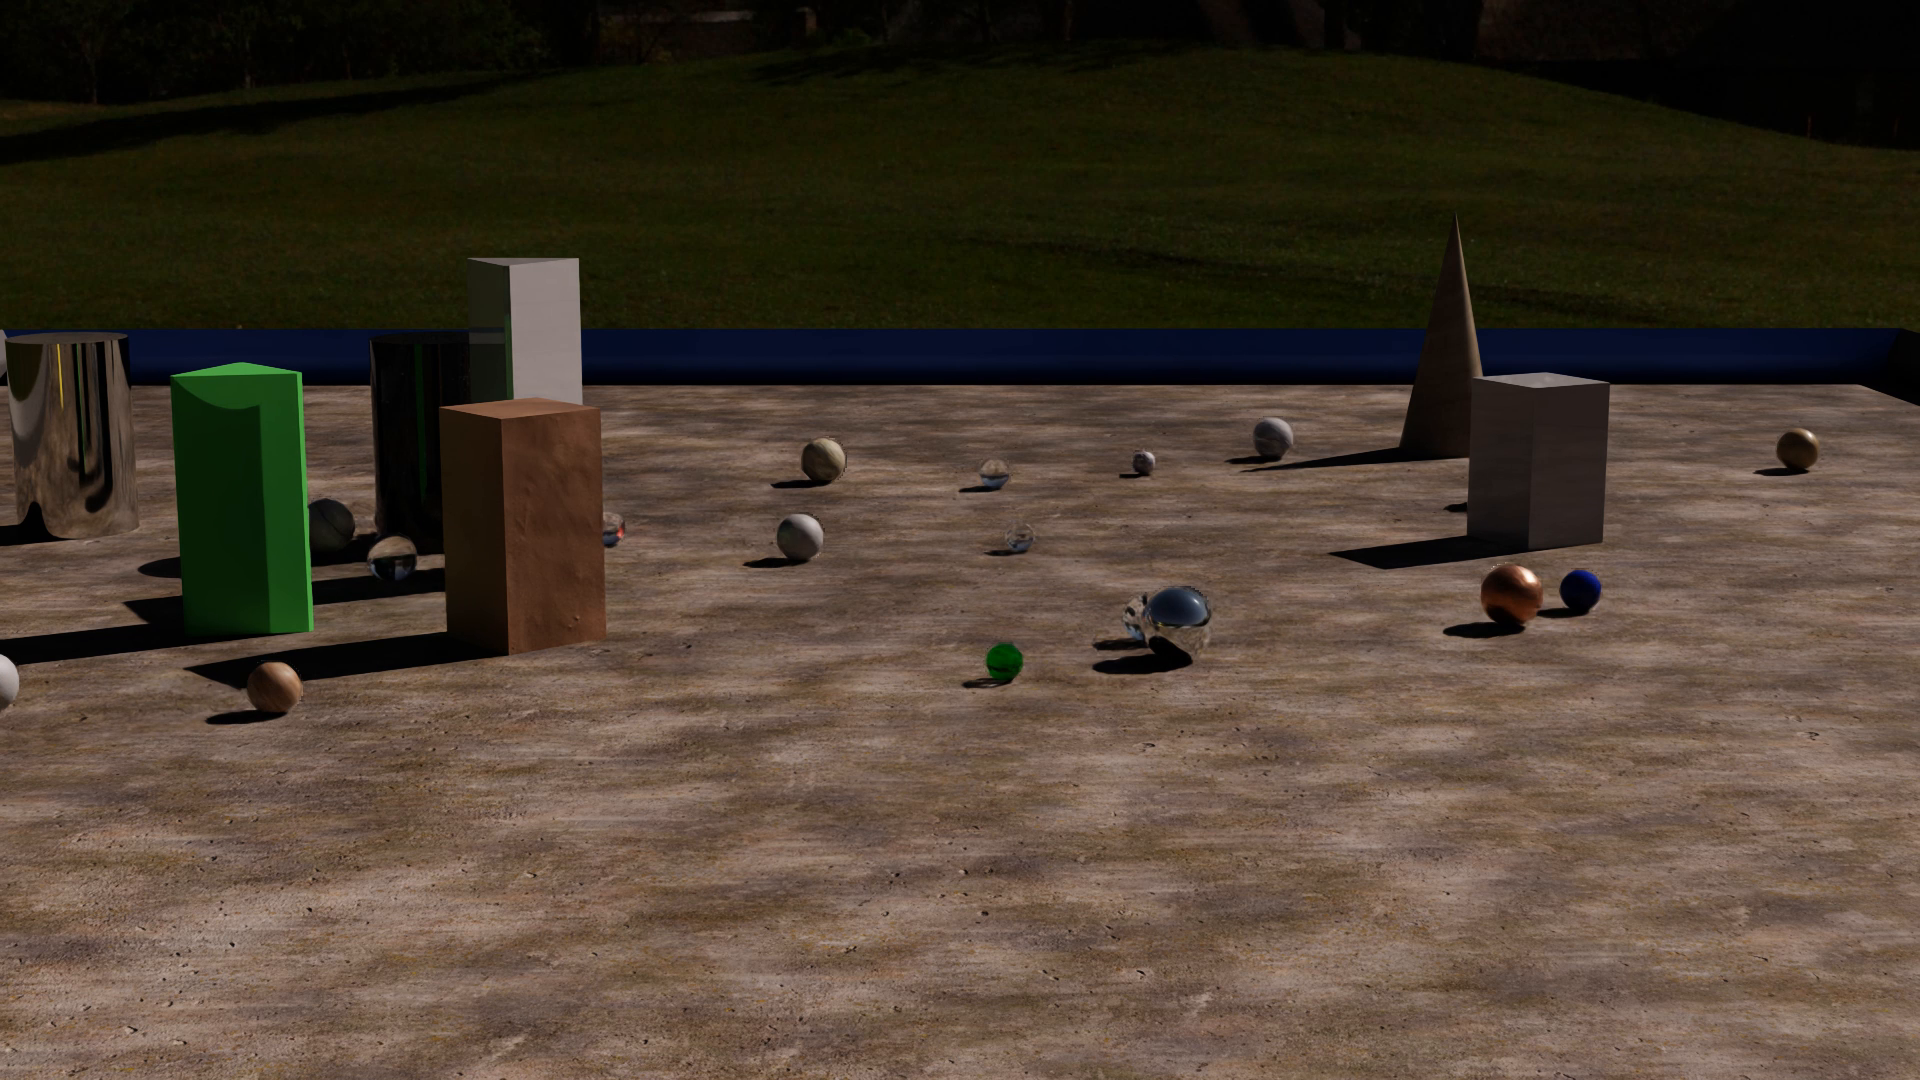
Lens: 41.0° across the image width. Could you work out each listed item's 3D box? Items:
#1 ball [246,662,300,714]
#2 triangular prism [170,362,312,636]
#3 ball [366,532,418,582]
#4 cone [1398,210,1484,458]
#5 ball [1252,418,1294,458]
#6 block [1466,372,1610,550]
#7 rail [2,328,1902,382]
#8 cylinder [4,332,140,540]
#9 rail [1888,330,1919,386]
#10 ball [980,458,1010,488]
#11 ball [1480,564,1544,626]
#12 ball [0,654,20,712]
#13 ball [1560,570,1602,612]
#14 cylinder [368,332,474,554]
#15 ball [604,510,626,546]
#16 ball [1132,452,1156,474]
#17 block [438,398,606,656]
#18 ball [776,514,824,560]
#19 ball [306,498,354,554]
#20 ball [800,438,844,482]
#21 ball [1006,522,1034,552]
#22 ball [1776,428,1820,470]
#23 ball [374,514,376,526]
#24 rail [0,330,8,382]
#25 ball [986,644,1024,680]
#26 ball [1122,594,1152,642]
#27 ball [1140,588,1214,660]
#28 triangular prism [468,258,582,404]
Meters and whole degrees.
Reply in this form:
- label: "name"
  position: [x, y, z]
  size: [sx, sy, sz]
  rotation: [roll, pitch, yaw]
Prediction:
- label: "ball"
  position: [-0.773, 0.166, 2.888]
  size: [0.059, 0.059, 0.059]
  rotation: [0, 11, 0]
- label: "triangular prism"
  position: [-0.927, -0.056, 3.328]
  size: [0.157, 0.335, 0.136]
  rotation: [-2, 11, -12]
- label: "ball"
  position: [-0.800, 0.024, 3.614]
  size: [0.072, 0.072, 0.072]
  rotation: [0, 11, 0]
- label: "cone"
  position: [0.917, -0.390, 4.791]
  size: [0.181, 0.452, 0.181]
  rotation: [0, 11, 0]
- label: "ball"
  position: [0.576, -0.188, 4.732]
  size: [0.076, 0.076, 0.076]
  rotation: [0, 11, 0]
- label: "block"
  position: [0.883, -0.122, 3.922]
  size: [0.145, 0.246, 0.145]
  rotation: [-6, 12, -27]
- label: "rail"
  position: [-0.014, -0.419, 5.847]
  size: [4.339, 0.118, 0.045]
  rotation: [0, 11, 0]
- label: "cylinder"
  position: [-1.383, -0.165, 4.000]
  size: [0.181, 0.301, 0.181]
  rotation: [0, 11, 0]
- label: "rail"
  position: [2.146, 0.028, 3.462]
  size: [0.045, 0.118, 4.926]
  rotation: [0, 11, 0]
- label: "ball"
  position: [0.060, -0.115, 4.407]
  size: [0.053, 0.053, 0.053]
  rotation: [0, 11, 0]
- label: "ball"
  position: [0.716, 0.072, 3.332]
  size: [0.081, 0.081, 0.081]
  rotation: [0, 11, 0]
- label: "ball"
  position: [-1.095, 0.160, 2.880]
  size: [0.074, 0.074, 0.074]
  rotation: [0, 11, 0]
- label: "ball"
  position: [0.829, 0.067, 3.427]
  size: [0.055, 0.055, 0.055]
  rotation: [0, 11, 0]
- label: "cylinder"
  position: [-0.797, -0.150, 3.887]
  size: [0.181, 0.313, 0.181]
  rotation: [0, 11, 0]
- label: "ball"
  position: [-0.534, -0.019, 3.889]
  size: [0.054, 0.054, 0.054]
  rotation: [0, 11, 0]
- label: "ball"
  position: [0.326, -0.137, 4.552]
  size: [0.042, 0.042, 0.042]
  rotation: [0, 11, 0]
- label: "block"
  position: [-0.553, -0.021, 3.248]
  size: [0.145, 0.295, 0.145]
  rotation: [-10, 14, -41]
- label: "ball"
  position: [-0.236, -0.004, 3.772]
  size: [0.069, 0.069, 0.069]
  rotation: [0, 11, 0]
- label: "ball"
  position: [-0.943, -0.020, 3.816]
  size: [0.083, 0.083, 0.083]
  rotation: [0, 11, 0]
- label: "ball"
  position: [-0.239, -0.138, 4.466]
  size: [0.077, 0.077, 0.077]
  rotation: [0, 11, 0]
- label: "ball"
  position: [0.090, -0.005, 3.844]
  size: [0.044, 0.044, 0.044]
  rotation: [0, 11, 0]
- label: "ball"
  position: [1.502, -0.162, 4.598]
  size: [0.075, 0.075, 0.075]
  rotation: [0, 11, 0]
- label: "ball"
  position: [-0.886, -0.032, 3.981]
  size: [0.046, 0.046, 0.046]
  rotation: [0, 11, 0]
- label: "rail"
  position: [-2.146, 0.033, 3.438]
  size: [0.045, 0.118, 4.926]
  rotation: [0, 11, 0]
- label: "ball"
  position: [0.053, 0.145, 3.042]
  size: [0.045, 0.045, 0.045]
  rotation: [0, 11, 0]
- label: "ball"
  position: [0.236, 0.099, 3.245]
  size: [0.060, 0.060, 0.060]
  rotation: [0, 11, 0]
- label: "ball"
  position: [0.266, 0.103, 3.145]
  size: [0.090, 0.090, 0.090]
  rotation: [0, 11, 0]
- label: "triangular prism"
  position: [-0.644, -0.177, 3.673]
  size: [0.136, 0.446, 0.157]
  rotation: [6, 12, 30]
